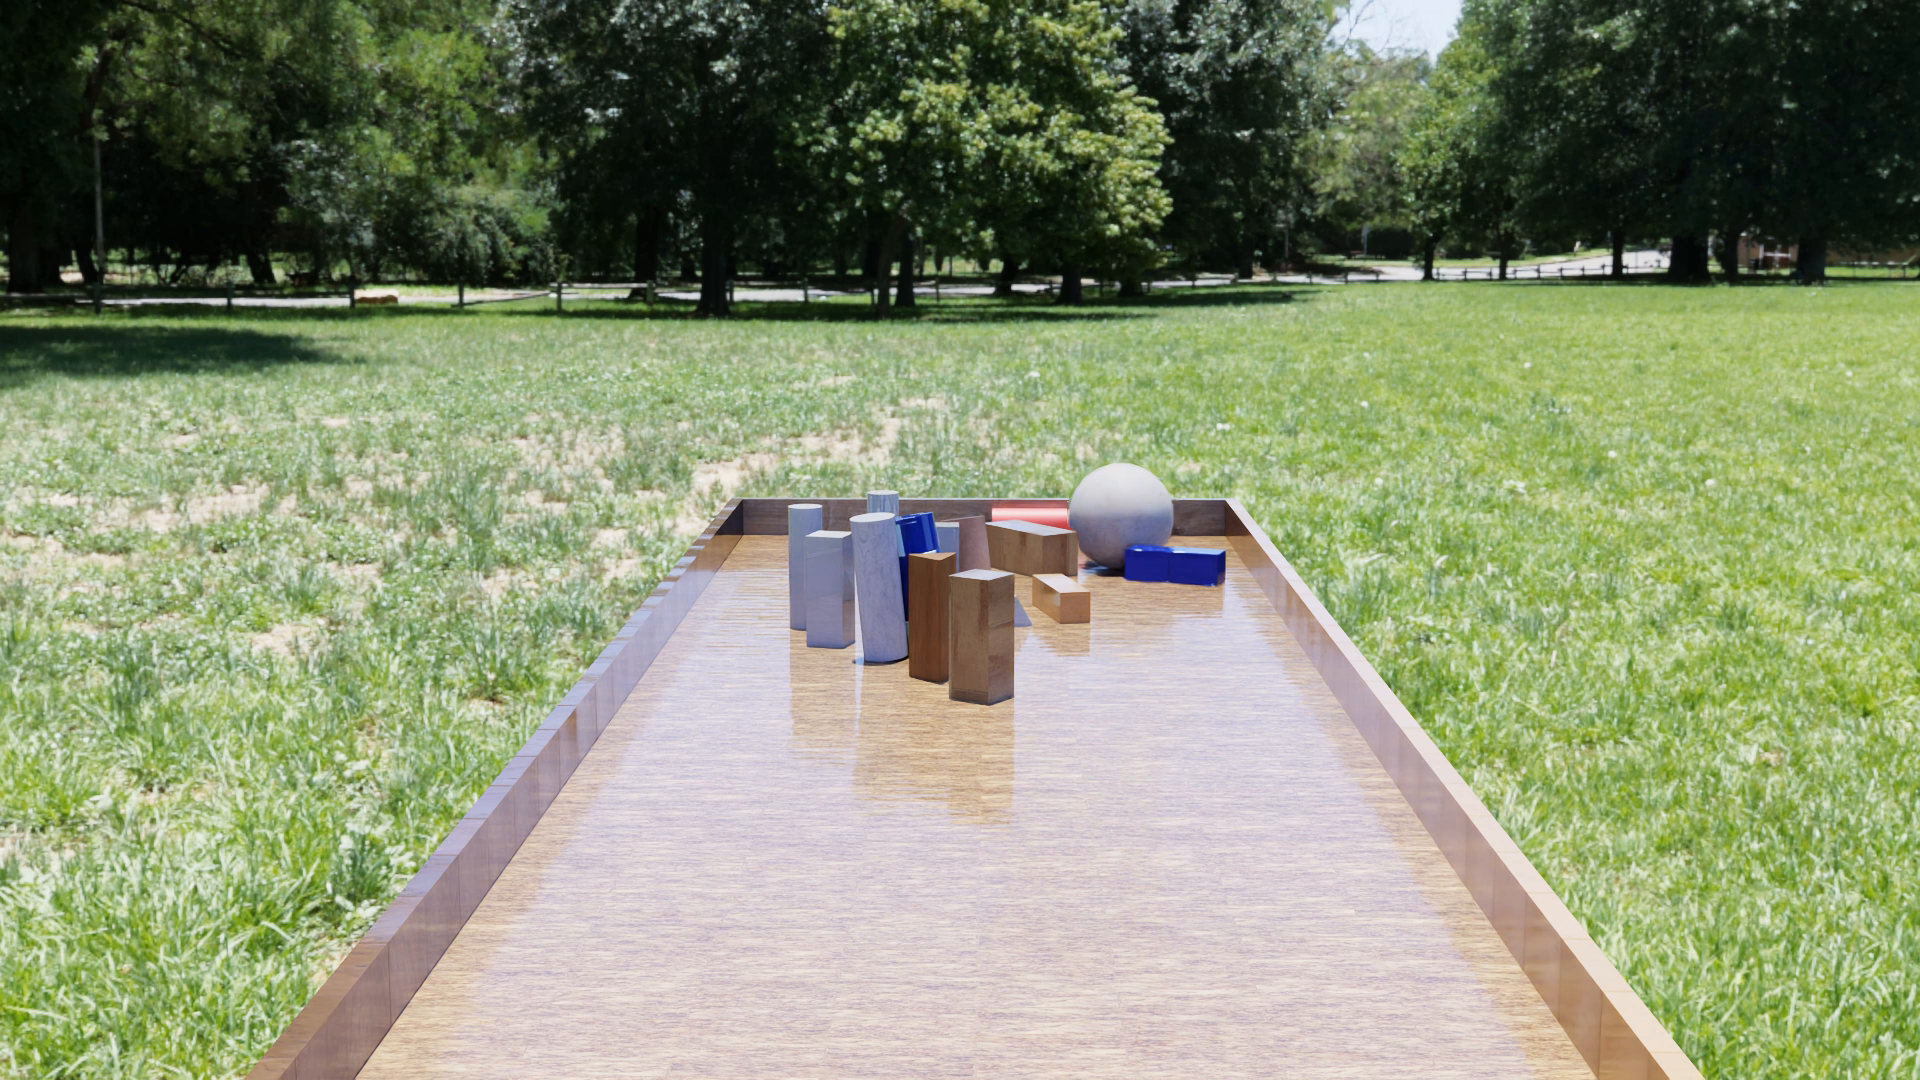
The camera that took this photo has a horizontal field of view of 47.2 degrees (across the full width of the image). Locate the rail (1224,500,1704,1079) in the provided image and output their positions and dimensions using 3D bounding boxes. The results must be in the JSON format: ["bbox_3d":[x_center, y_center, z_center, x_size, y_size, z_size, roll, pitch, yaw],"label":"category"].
[{"bbox_3d":[1.046,0.843,3.208,0.050,0.150,12.000,0,9,1],"label":"rail"}]

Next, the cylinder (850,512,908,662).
[{"bbox_3d":[-0.246,0.143,6.687,0.137,0.434,0.137,-5,11,1],"label":"cylinder"}]

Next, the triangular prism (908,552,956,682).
[{"bbox_3d":[-0.059,0.222,6.454,0.120,0.361,0.139,-8,12,-40],"label":"triangular prism"}]

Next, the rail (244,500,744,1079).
[{"bbox_3d":[-1.004,0.839,3.234,0.050,0.150,12.000,0,9,1],"label":"rail"}]

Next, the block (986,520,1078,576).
[{"bbox_3d":[0.262,0.033,8.280,0.163,0.163,0.383,-6,11,-35],"label":"block"}]

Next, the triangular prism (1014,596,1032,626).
[{"bbox_3d":[0.156,0.205,7.384,0.114,0.098,0.358,-1,9,-8],"label":"triangular prism"}]

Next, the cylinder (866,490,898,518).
[{"bbox_3d":[-0.252,0.062,7.209,0.104,0.441,0.104,0,9,0],"label":"cylinder"}]

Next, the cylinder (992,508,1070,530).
[{"bbox_3d":[0.323,-0.069,9.058,0.381,0.122,0.122,0,9,1],"label":"cylinder"}]

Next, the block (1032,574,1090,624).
[{"bbox_3d":[0.341,0.197,7.436,0.104,0.104,0.355,-2,9,-13],"label":"block"}]

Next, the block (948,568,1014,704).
[{"bbox_3d":[0.061,0.270,6.190,0.133,0.350,0.133,6,11,34],"label":"block"}]

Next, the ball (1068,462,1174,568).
[{"bbox_3d":[0.610,-0.092,8.314,0.399,0.399,0.399,0,9,0],"label":"ball"}]

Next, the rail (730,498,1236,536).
[{"bbox_3d":[0.099,-0.098,9.147,2.100,0.150,0.050,0,9,1],"label":"rail"}]

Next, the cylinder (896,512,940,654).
[{"bbox_3d":[-0.131,0.131,6.791,0.172,0.410,0.172,-10,5,1],"label":"cylinder"}]

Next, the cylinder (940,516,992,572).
[{"bbox_3d":[0.029,0.101,7.205,0.148,0.346,0.148,-7,2,0],"label":"cylinder"}]

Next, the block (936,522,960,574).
[{"bbox_3d":[-0.089,0.133,6.966,0.173,0.366,0.173,0,5,0],"label":"block"}]

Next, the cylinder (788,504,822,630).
[{"bbox_3d":[-0.504,0.087,7.194,0.111,0.397,0.111,0,9,0],"label":"cylinder"}]

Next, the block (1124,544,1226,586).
[{"bbox_3d":[0.787,0.093,8.048,0.346,0.117,0.117,3,10,20],"label":"block"}]

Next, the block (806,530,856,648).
[{"bbox_3d":[-0.408,0.154,6.927,0.120,0.348,0.120,3,9,16],"label":"block"}]
